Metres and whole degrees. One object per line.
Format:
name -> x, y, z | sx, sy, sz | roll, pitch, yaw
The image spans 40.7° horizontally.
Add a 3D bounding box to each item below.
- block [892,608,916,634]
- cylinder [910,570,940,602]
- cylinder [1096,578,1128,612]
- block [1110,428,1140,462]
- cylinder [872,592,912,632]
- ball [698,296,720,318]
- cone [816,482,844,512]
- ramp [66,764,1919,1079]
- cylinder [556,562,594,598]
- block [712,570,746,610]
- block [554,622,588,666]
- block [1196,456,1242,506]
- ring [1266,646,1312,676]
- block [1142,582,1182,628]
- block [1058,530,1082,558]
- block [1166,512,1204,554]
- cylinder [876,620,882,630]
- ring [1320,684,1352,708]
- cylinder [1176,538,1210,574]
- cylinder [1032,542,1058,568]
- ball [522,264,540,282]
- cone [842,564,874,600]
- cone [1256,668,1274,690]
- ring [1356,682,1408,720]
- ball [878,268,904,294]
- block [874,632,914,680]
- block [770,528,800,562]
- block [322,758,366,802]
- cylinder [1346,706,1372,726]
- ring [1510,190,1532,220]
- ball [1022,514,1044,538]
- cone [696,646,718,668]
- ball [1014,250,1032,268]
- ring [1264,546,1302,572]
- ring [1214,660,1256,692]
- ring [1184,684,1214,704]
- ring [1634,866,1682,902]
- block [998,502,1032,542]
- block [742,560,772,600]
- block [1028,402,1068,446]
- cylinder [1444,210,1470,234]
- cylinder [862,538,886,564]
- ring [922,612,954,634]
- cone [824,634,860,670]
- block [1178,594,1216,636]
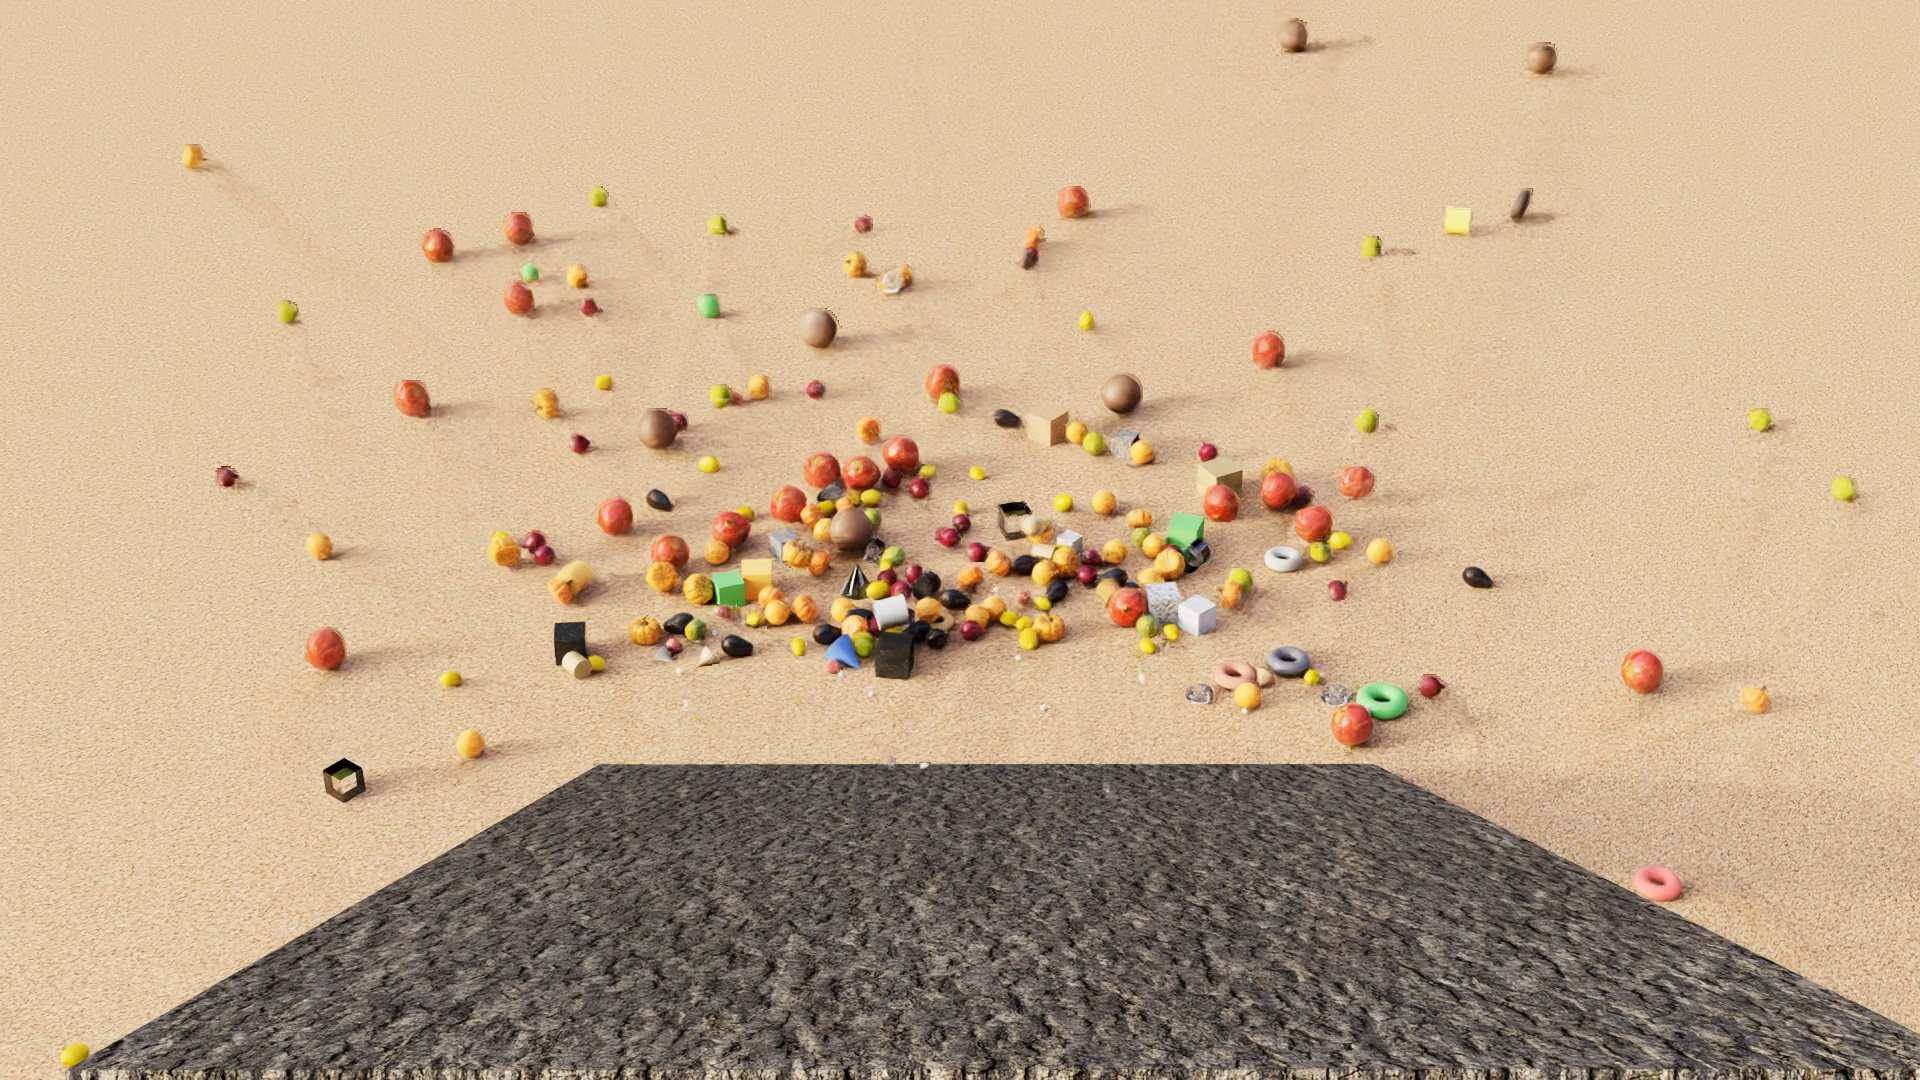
block -> -0.161, 0.231, 7.379 | 0.053, 0.053, 0.053 | 8, 32, 13
cylinder -> -0.099, 0.133, 7.530 | 0.065, 0.065, 0.065 | 15, 38, 23
cylinder -> 0.440, 0.159, 7.483 | 0.070, 0.070, 0.070 | -13, 34, -21
block -> 0.526, -0.303, 8.249 | 0.069, 0.069, 0.069 | 14, 34, 22
cylinder -> -0.194, 0.205, 7.295 | 0.085, 0.085, 0.085 | -25, 36, -7
ball -> -0.883, -0.818, 9.093 | 0.078, 0.078, 0.078 | 0, 31, 0
cone -> -0.379, -0.117, 7.969 | 0.088, 0.088, 0.088 | -24, 65, -34
ramp -> 0.069, 0.614, 4.690 | 2.000, 0.100, 4.000 | 0, 0, 0
cylinder -> -1.123, 0.114, 7.549 | 0.078, 0.078, 0.078 | 12, 33, 19
block -> -0.670, 0.145, 7.499 | 0.077, 0.077, 0.077 | -11, 33, -18
block -> -1.089, 0.289, 7.250 | 0.086, 0.086, 0.086 | -3, 31, -5
block -> 0.805, -0.184, 8.022 | 0.099, 0.099, 0.099 | -16, 35, -25
ring -> 0.916, 0.338, 7.214 | 0.124, 0.041, 0.124 | -1, 30, 1
block -> 0.579, 0.185, 7.420 | 0.090, 0.090, 0.090 | -4, 31, -6
block -> 0.329, 0.012, 7.741 | 0.055, 0.055, 0.055 | 22, 38, 32
block -> 0.675, -0.017, 7.755 | 0.089, 0.089, 0.089 | 10, 33, 17
cylinder -> -0.213, 0.218, 7.399 | 0.055, 0.055, 0.055 | 0, 31, 0
ring -> 1.028, 0.425, 7.081 | 0.088, 0.029, 0.088 | 0, 32, 0
cylinder -> 0.689, 0.047, 7.661 | 0.077, 0.077, 0.077 | 19, 36, 28
cylinder -> 0.251, 0.044, 7.681 | 0.063, 0.063, 0.063 | 13, 33, 20
ball -> -1.552, -0.966, 9.353 | 0.063, 0.063, 0.063 | 0, 31, 0
cone -> -0.297, 0.108, 7.542 | 0.095, 0.095, 0.095 | 0, 31, 0
cone -> 0.828, 0.393, 7.138 | 0.056, 0.056, 0.056 | 23, 65, 33
ring -> 1.148, 0.438, 7.044 | 0.140, 0.047, 0.140 | -1, 32, 1
ball -> -0.248, -0.922, 9.253 | 0.092, 0.092, 0.092 | 0, 31, 0
block -> -0.181, 0.322, 7.191 | 0.092, 0.092, 0.092 | 6, 32, 9
block -> -0.521, 0.017, 7.722 | 0.066, 0.066, 0.066 | -19, 36, -29
block -> -1.596, 0.623, 6.711 | 0.072, 0.072, 0.072 | 23, 38, 33
cylinder -> 1.076, 0.473, 6.979 | 0.053, 0.053, 0.053 | 1, 27, 34
ring -> 2.123, -1.268, 9.799 | 0.041, 0.122, 0.122 | 28, 36, 6
ball -> 0.219, -0.041, 7.723 | 0.068, 0.068, 0.068 | 0, 31, 0
cone -> -0.715, 0.337, 7.231 | 0.057, 0.057, 0.057 | -43, 46, -13
ball -> 0.231, -1.021, 9.443 | 0.066, 0.066, 0.066 | 0, 31, 0
ring -> 0.960, 0.056, 7.684 | 0.114, 0.038, 0.114 | -1, 31, 1
ring -> 0.760, 0.375, 7.154 | 0.118, 0.039, 0.118 | -1, 32, 1
ring -> 0.657, 0.421, 7.091 | 0.083, 0.028, 0.083 | -1, 30, 0
ring -> 1.719, 0.845, 6.377 | 0.114, 0.038, 0.114 | 0, 32, 0
block -> 0.168, -0.058, 7.830 | 0.082, 0.082, 0.082 | -8, 32, -13
block -> -0.591, 0.115, 7.541 | 0.085, 0.085, 0.085 | -2, 31, -3
block -> 0.283, -0.372, 8.341 | 0.092, 0.092, 0.092 | 24, 38, 34
cylinder -> 1.864, -1.193, 9.704 | 0.087, 0.087, 0.087 | 6, 32, 10
cylinder -> -0.257, 0.032, 7.708 | 0.055, 0.055, 0.055 | 11, 33, 17
ring -> -0.061, 0.236, 7.392 | 0.095, 0.032, 0.095 | -3, 28, 1
cone -> -0.311, 0.329, 7.226 | 0.098, 0.098, 0.098 | 43, 46, 14
block -> 0.677, 0.215, 7.383 | 0.076, 0.076, 0.076 | -26, 40, -36
